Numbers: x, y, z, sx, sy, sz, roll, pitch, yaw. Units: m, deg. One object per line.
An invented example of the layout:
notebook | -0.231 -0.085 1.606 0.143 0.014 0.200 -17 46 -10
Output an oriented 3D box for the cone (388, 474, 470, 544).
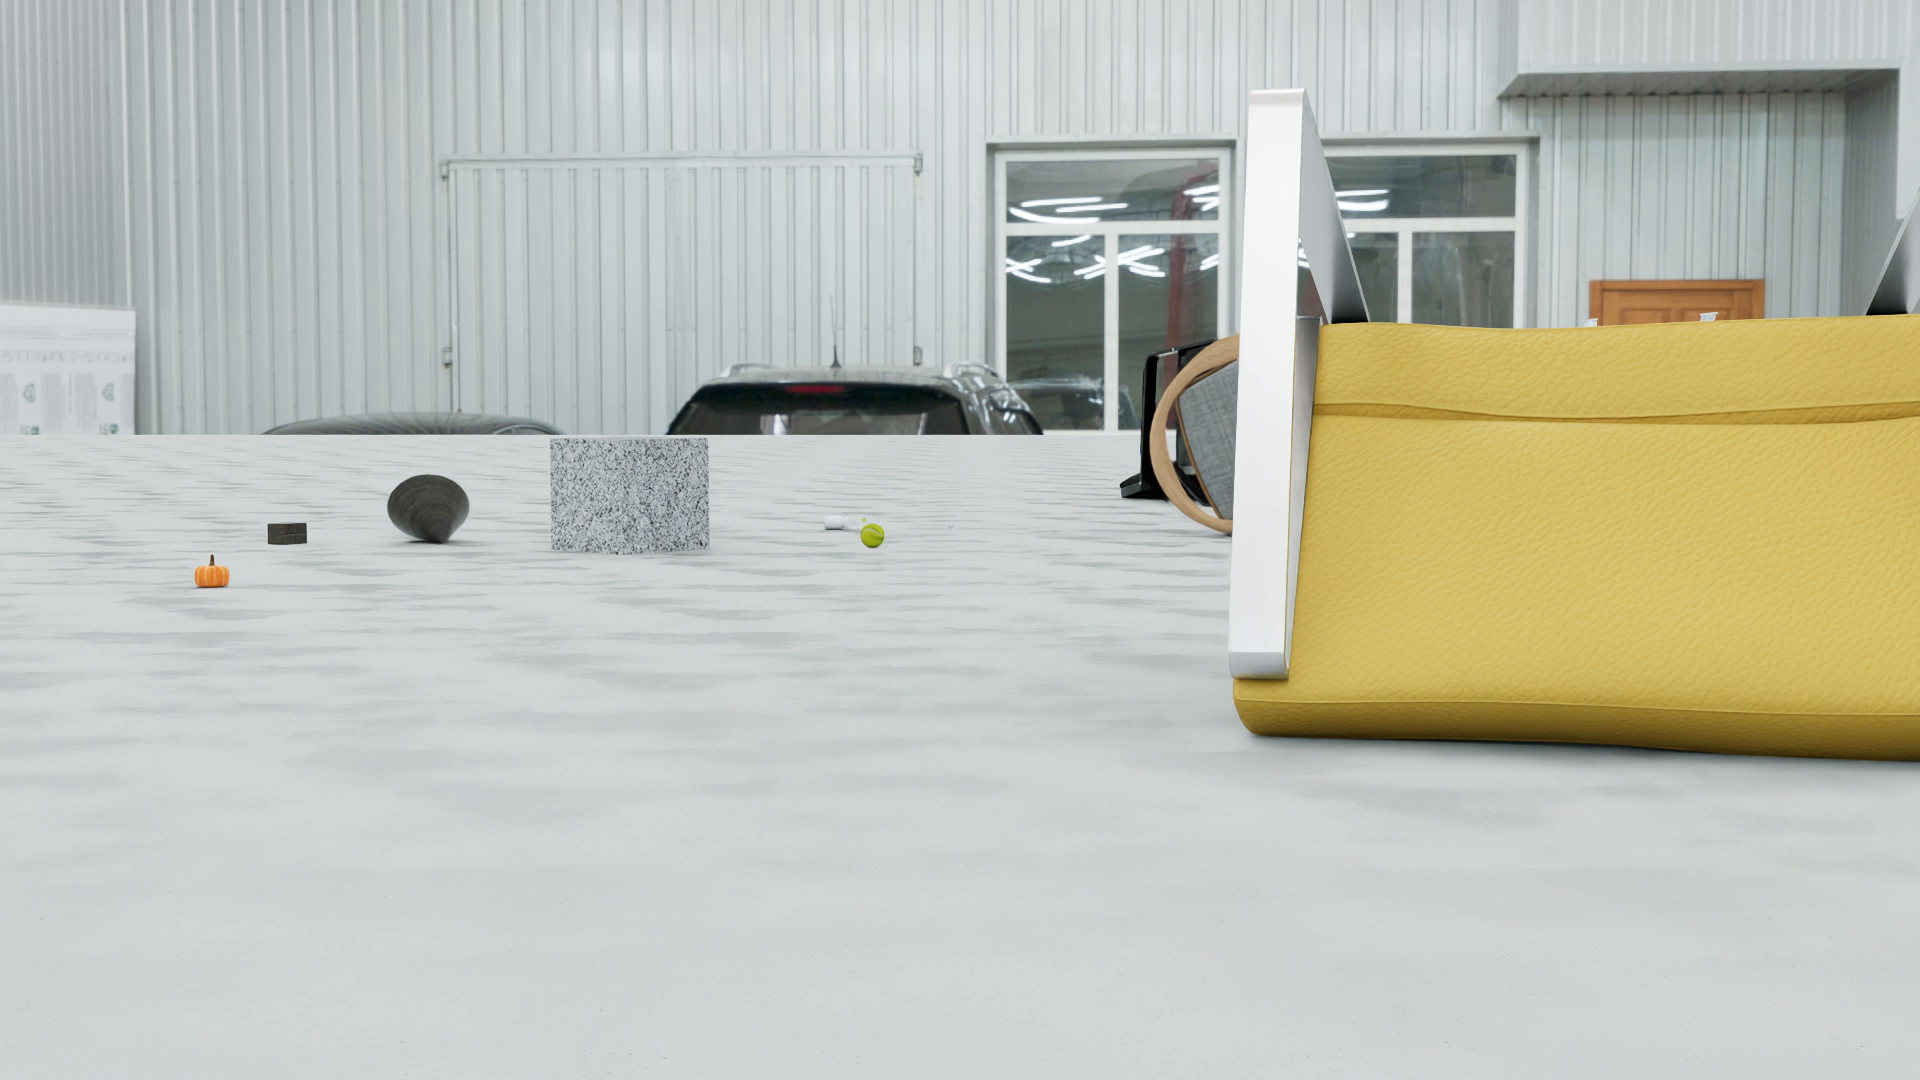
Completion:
cone | -1.530 -0.042 6.417 0.226 0.156 0.291 -30 -37 -1

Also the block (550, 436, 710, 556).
block | -0.925 -0.130 6.161 0.314 0.311 0.310 4 5 42

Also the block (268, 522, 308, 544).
block | -1.955 -0.019 6.390 0.067 0.060 0.087 2 5 30

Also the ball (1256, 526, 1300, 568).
ball | 0.798 0.017 5.503 0.109 0.109 0.109 0 4 0
